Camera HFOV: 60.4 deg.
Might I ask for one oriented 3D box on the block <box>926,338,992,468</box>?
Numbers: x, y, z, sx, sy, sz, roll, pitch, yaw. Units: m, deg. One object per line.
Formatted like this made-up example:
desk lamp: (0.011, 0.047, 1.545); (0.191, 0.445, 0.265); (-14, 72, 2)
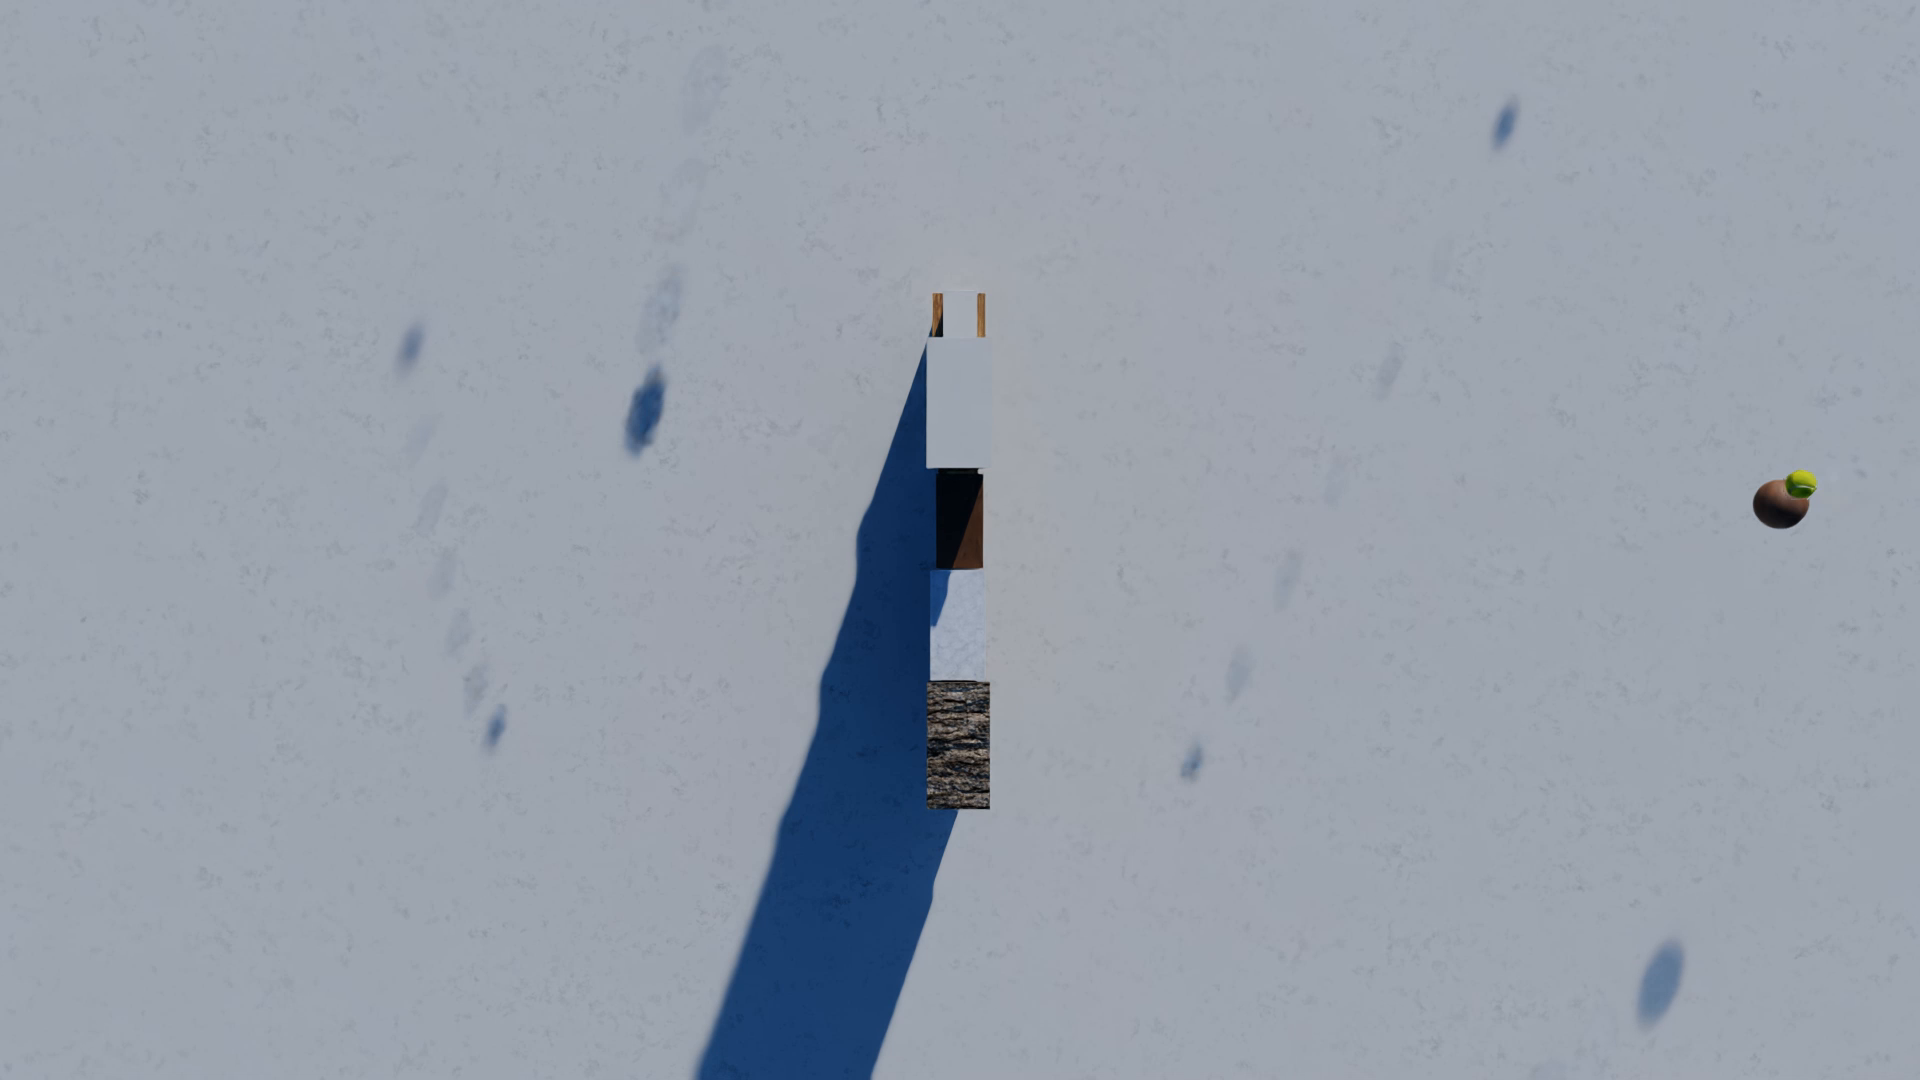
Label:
block: (-0.002, -0.362, 4.367); (0.172, 0.049, 0.344); (0, 90, 0)

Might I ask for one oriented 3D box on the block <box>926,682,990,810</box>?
block: (-0.004, 0.567, 4.558); (0.174, 0.049, 0.347); (0, 90, 0)

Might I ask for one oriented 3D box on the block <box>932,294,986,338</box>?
block: (-0.003, -0.603, 5.148); (0.164, 0.047, 0.328); (0, 90, 0)

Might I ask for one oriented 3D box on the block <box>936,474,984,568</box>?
block: (-0.001, -0.053, 4.623); (0.132, 0.037, 0.264); (0, 90, 0)

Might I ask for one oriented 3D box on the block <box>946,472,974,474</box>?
block: (0.001, -0.126, 5.037); (0.083, 0.024, 0.167); (0, 90, 0)

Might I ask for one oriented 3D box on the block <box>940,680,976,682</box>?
block: (-0.005, 0.451, 4.945); (0.105, 0.030, 0.211); (0, 90, 0)

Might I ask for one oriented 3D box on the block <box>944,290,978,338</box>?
block: (0.001, -0.640, 4.908); (0.101, 0.029, 0.202); (0, 90, 0)

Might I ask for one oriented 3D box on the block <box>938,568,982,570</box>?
block: (0.002, 0.091, 4.923); (0.130, 0.037, 0.259); (0, 90, 0)

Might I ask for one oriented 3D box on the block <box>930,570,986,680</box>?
block: (-0.006, 0.235, 4.579); (0.152, 0.043, 0.304); (0, 90, 0)

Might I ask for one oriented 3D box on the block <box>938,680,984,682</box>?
block: (0.004, 0.402, 5.191); (0.144, 0.041, 0.289); (0, 90, 0)

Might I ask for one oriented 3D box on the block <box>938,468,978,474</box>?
block: (-0.007, -0.310, 5.233); (0.125, 0.035, 0.249); (0, 90, 0)
